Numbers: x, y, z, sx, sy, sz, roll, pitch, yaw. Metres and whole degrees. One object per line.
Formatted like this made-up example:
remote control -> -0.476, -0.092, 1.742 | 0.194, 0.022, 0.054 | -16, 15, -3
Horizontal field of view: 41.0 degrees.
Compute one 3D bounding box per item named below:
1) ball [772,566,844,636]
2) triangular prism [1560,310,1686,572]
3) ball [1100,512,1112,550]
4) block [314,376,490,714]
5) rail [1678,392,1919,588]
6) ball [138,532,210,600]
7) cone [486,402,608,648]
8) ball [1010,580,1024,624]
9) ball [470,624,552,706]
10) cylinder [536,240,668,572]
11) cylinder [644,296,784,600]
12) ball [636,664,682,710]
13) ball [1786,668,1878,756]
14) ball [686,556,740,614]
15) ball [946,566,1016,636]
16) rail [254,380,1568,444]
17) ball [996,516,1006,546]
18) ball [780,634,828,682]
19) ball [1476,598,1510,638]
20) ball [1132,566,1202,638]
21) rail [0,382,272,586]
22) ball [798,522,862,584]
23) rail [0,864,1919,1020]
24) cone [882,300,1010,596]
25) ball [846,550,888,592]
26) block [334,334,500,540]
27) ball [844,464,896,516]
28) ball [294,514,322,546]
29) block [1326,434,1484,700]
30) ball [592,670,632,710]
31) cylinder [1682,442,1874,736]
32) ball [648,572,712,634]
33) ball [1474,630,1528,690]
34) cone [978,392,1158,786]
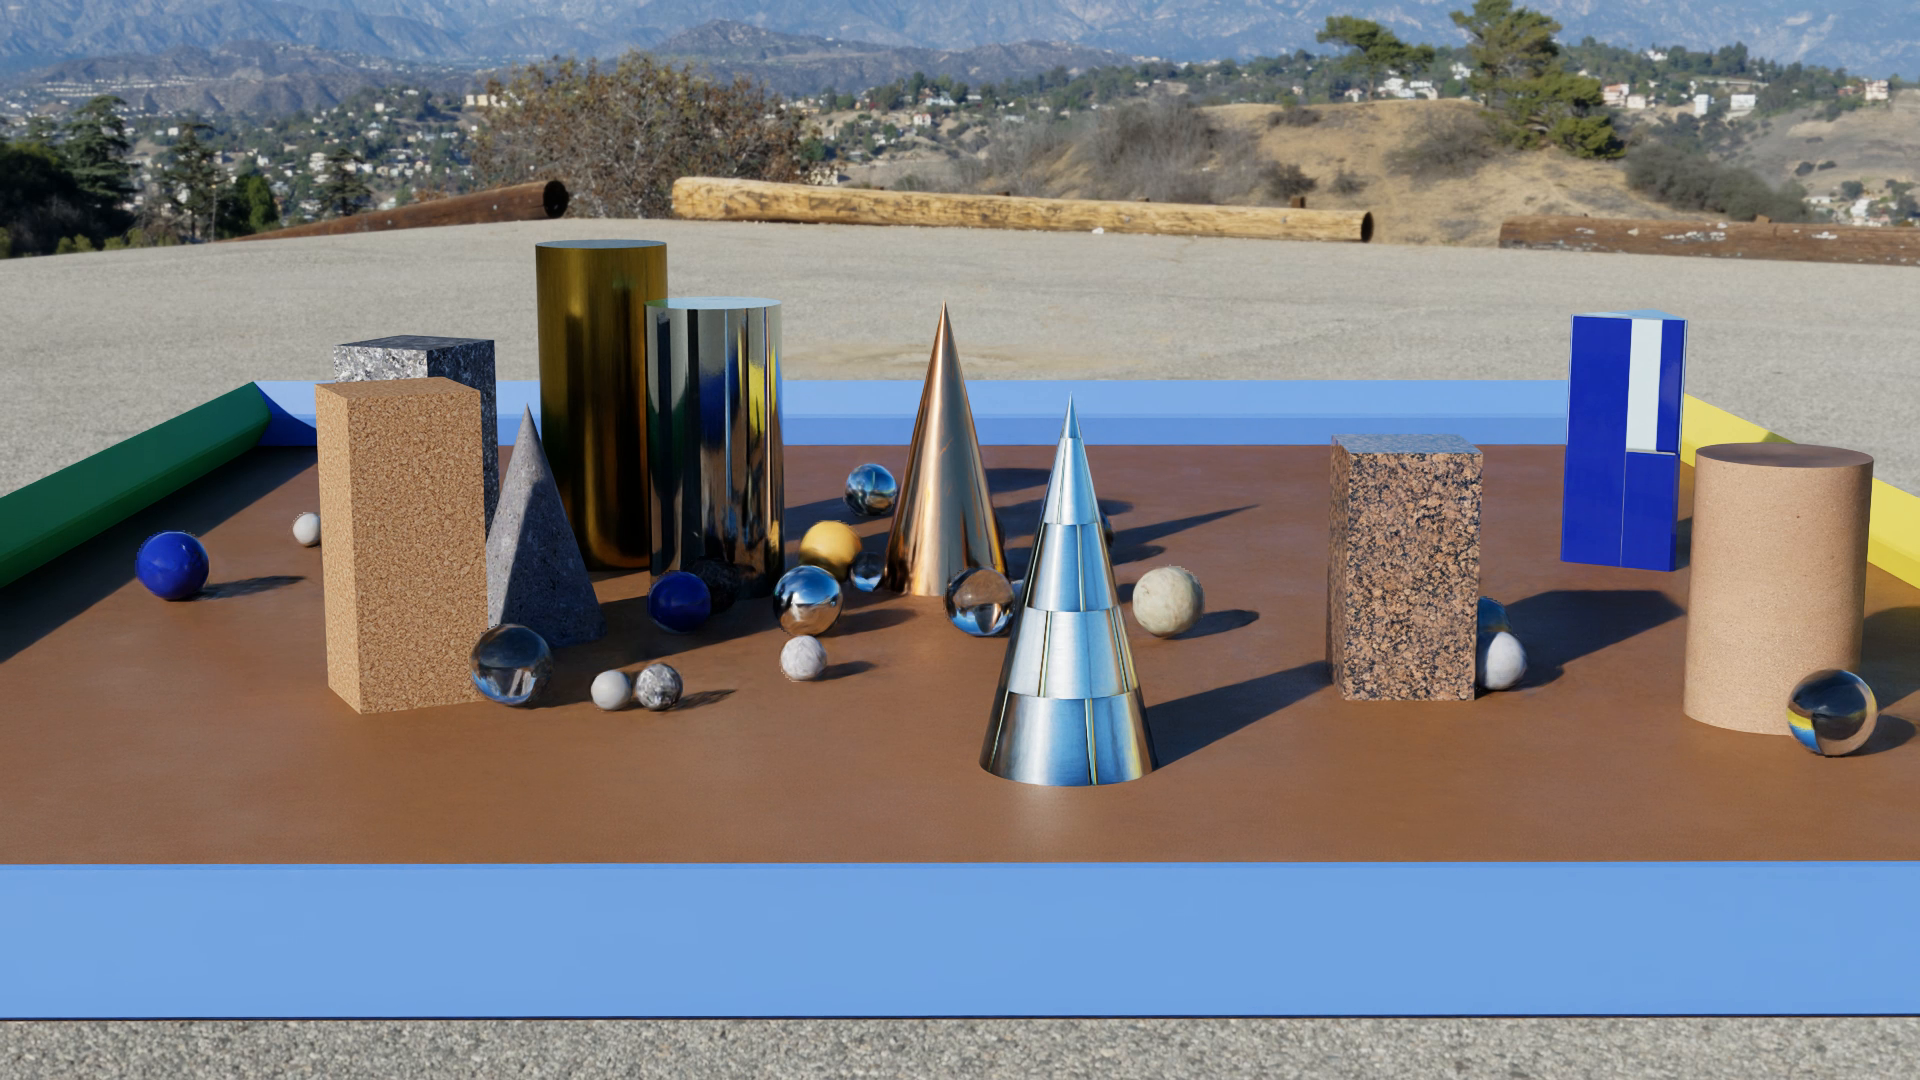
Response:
ball -> -0.195, 0.078, 3.292 | 0.091, 0.091, 0.091 | 0, 11, 0
triangular prism -> 0.995, -0.152, 3.783 | 0.164, 0.365, 0.142 | 6, 12, 29
ball -> 0.177, -0.007, 3.750 | 0.091, 0.091, 0.091 | 0, 11, 0
block -> -0.644, 0.002, 2.967 | 0.152, 0.360, 0.152 | -5, 12, -27
rail -> 1.323, 0.030, 3.457 | 0.045, 0.123, 3.019 | 0, 11, 0
ball -> -1.076, 0.035, 3.512 | 0.095, 0.095, 0.095 | 0, 11, 0
cone -> -0.550, -0.028, 3.288 | 0.189, 0.301, 0.189 | 0, 11, 0
ball -> 0.080, 0.082, 3.362 | 0.059, 0.059, 0.059 | 0, 11, 0
ball -> -0.511, 0.142, 2.924 | 0.093, 0.093, 0.093 | 0, 11, 0
cylinder -> -0.521, -0.201, 3.765 | 0.189, 0.466, 0.189 | 0, 11, 0
cylinder -> -0.340, -0.130, 3.565 | 0.189, 0.400, 0.189 | 0, 11, 0
ball -> -0.342, 0.167, 2.917 | 0.053, 0.053, 0.053 | 0, 11, 0
ball -> 0.926, 0.183, 2.727 | 0.093, 0.093, 0.093 | 0, 11, 0
ball -> -0.333, 0.061, 3.422 | 0.077, 0.077, 0.077 | 0, 11, 0
ball -> 0.026, 0.079, 3.291 | 0.090, 0.090, 0.090 | 0, 11, 0
rail -> -0.009, -0.241, 4.910 | 2.693, 0.123, 0.045 | 0, 11, 0
ball -> 0.023, -0.006, 3.756 | 0.086, 0.086, 0.086 | 0, 11, 0
ball -> -0.186, 0.141, 3.056 | 0.055, 0.055, 0.055 | 0, 11, 0
ball -> 0.644, 0.109, 3.178 | 0.073, 0.073, 0.073 | 0, 11, 0
ball -> 0.266, 0.079, 3.287 | 0.091, 0.091, 0.091 | 0, 11, 0
rail -> -1.323, 0.033, 3.442 | 0.045, 0.123, 3.019 | 0, 11, 0
ball -> -0.183, 0.019, 3.614 | 0.091, 0.091, 0.091 | 0, 11, 0
rail -> 0.009, 0.304, 1.989 | 2.693, 0.123, 0.045 | 0, 11, 0
cone -> -0.022, -0.138, 3.600 | 0.189, 0.404, 0.189 | 0, 11, 0
ball -> -0.128, 0.044, 3.569 | 0.058, 0.058, 0.058 | 0, 11, 0
block -> -0.734, -0.092, 3.485 | 0.152, 0.354, 0.152 | 5, 12, 25
ball -> -0.145, -0.081, 4.163 | 0.085, 0.085, 0.085 | 0, 11, 0
ball -> -0.989, -0.016, 3.907 | 0.050, 0.050, 0.050 | 0, 11, 0
block -> 0.519, 0.029, 3.014 | 0.152, 0.289, 0.152 | 0, 11, 0
ball -> -0.396, 0.171, 2.916 | 0.046, 0.046, 0.046 | 0, 11, 0
cylinder -> 0.916, 0.051, 2.878 | 0.189, 0.296, 0.189 | 0, 11, 0
ball -> -0.360, 0.081, 3.306 | 0.081, 0.081, 0.081 | 0, 11, 0
ball -> 0.630, 0.142, 3.009 | 0.070, 0.070, 0.070 | 0, 11, 0
cone -> 0.114, 0.040, 2.670 | 0.189, 0.393, 0.189 | 0, 11, 0
